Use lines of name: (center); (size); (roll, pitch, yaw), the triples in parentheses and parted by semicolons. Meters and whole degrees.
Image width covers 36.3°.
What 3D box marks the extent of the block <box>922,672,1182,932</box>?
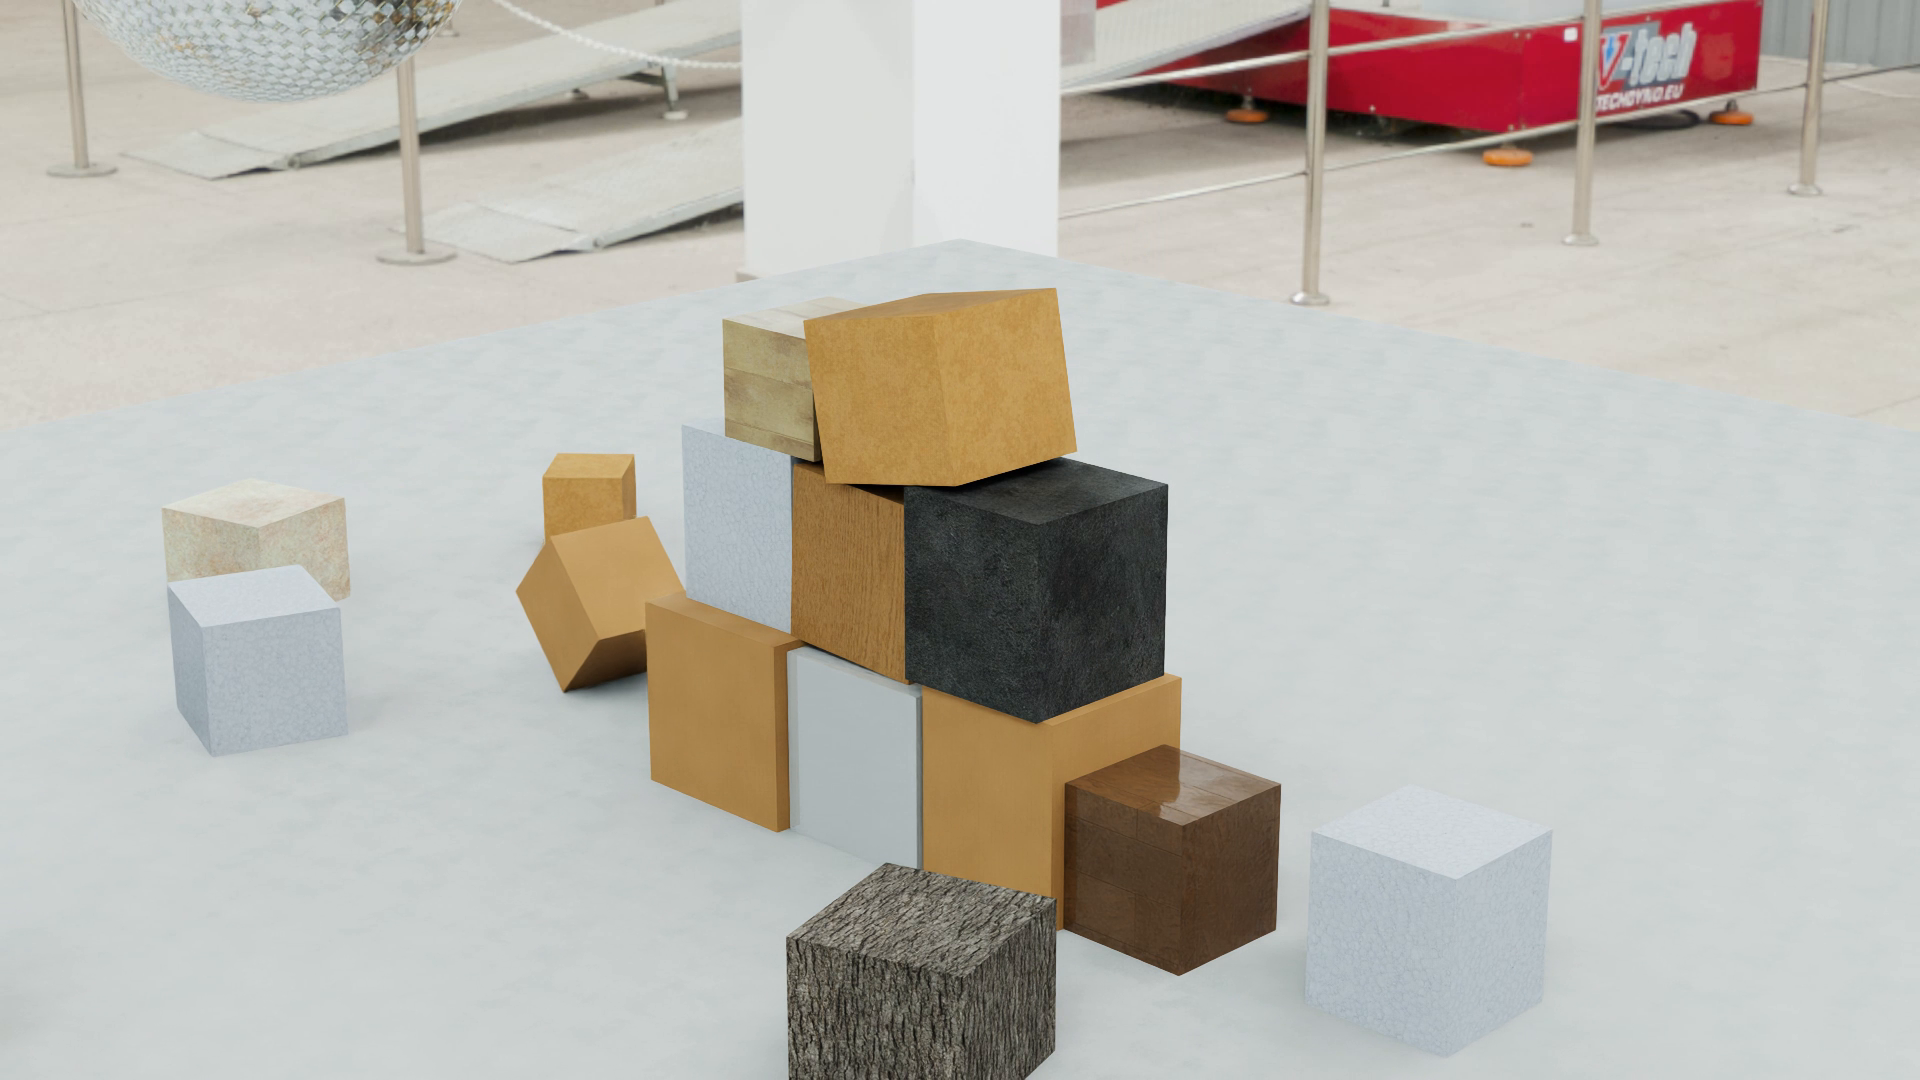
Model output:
block: (0.413, 1.088, 13.254); (0.796, 0.977, 0.845); (17, 24, 42)

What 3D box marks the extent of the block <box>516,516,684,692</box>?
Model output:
block: (-1.911, 0.344, 15.815); (0.613, 0.571, 0.647); (-13, 66, -36)

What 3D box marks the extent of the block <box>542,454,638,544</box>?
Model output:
block: (-2.293, -0.220, 18.205); (0.487, 0.504, 0.544); (1, 17, 2)

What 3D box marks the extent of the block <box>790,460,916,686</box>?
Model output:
block: (-0.234, 0.077, 13.638); (0.751, 0.843, 0.799); (-17, 27, -42)

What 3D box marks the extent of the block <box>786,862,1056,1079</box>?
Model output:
block: (-0.143, 1.790, 11.537); (0.772, 0.667, 0.797); (9, 20, 26)

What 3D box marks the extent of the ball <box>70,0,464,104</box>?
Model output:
ball: (-2.397, -2.312, 10.103); (1.600, 1.600, 1.600); (0, 17, 0)

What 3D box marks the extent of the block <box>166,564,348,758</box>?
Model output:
block: (-3.651, 0.615, 15.227); (0.704, 0.697, 0.794); (-9, 19, -25)

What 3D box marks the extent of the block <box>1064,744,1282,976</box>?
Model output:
block: (0.922, 1.383, 12.792); (0.670, 0.691, 0.652); (17, 24, 42)

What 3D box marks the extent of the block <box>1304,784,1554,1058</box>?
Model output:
block: (1.930, 1.556, 12.095); (0.704, 0.779, 0.697); (16, 23, 41)

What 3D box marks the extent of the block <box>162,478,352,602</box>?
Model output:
block: (-4.101, 0.070, 17.108); (0.765, 0.608, 0.705); (10, 20, 30)

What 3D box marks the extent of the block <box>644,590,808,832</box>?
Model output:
block: (-0.828, 0.733, 14.454); (1.053, 0.935, 0.943); (-17, 24, -42)

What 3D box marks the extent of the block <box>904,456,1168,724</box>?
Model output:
block: (0.336, 0.188, 12.996); (0.799, 0.893, 0.845); (16, 24, 42)

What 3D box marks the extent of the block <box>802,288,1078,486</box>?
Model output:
block: (-0.088, -0.691, 13.172); (0.772, 0.744, 0.847); (-17, 13, -42)

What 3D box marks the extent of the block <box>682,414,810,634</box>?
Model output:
block: (-0.812, -0.129, 14.175); (0.703, 0.876, 0.786); (-17, 24, -42)

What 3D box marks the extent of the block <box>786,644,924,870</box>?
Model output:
block: (-0.176, 0.943, 13.849); (0.926, 0.896, 0.864); (-17, 24, -42)

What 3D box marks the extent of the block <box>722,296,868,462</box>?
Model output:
block: (-0.650, -0.768, 13.797); (0.680, 0.570, 0.623); (-17, 24, -42)
